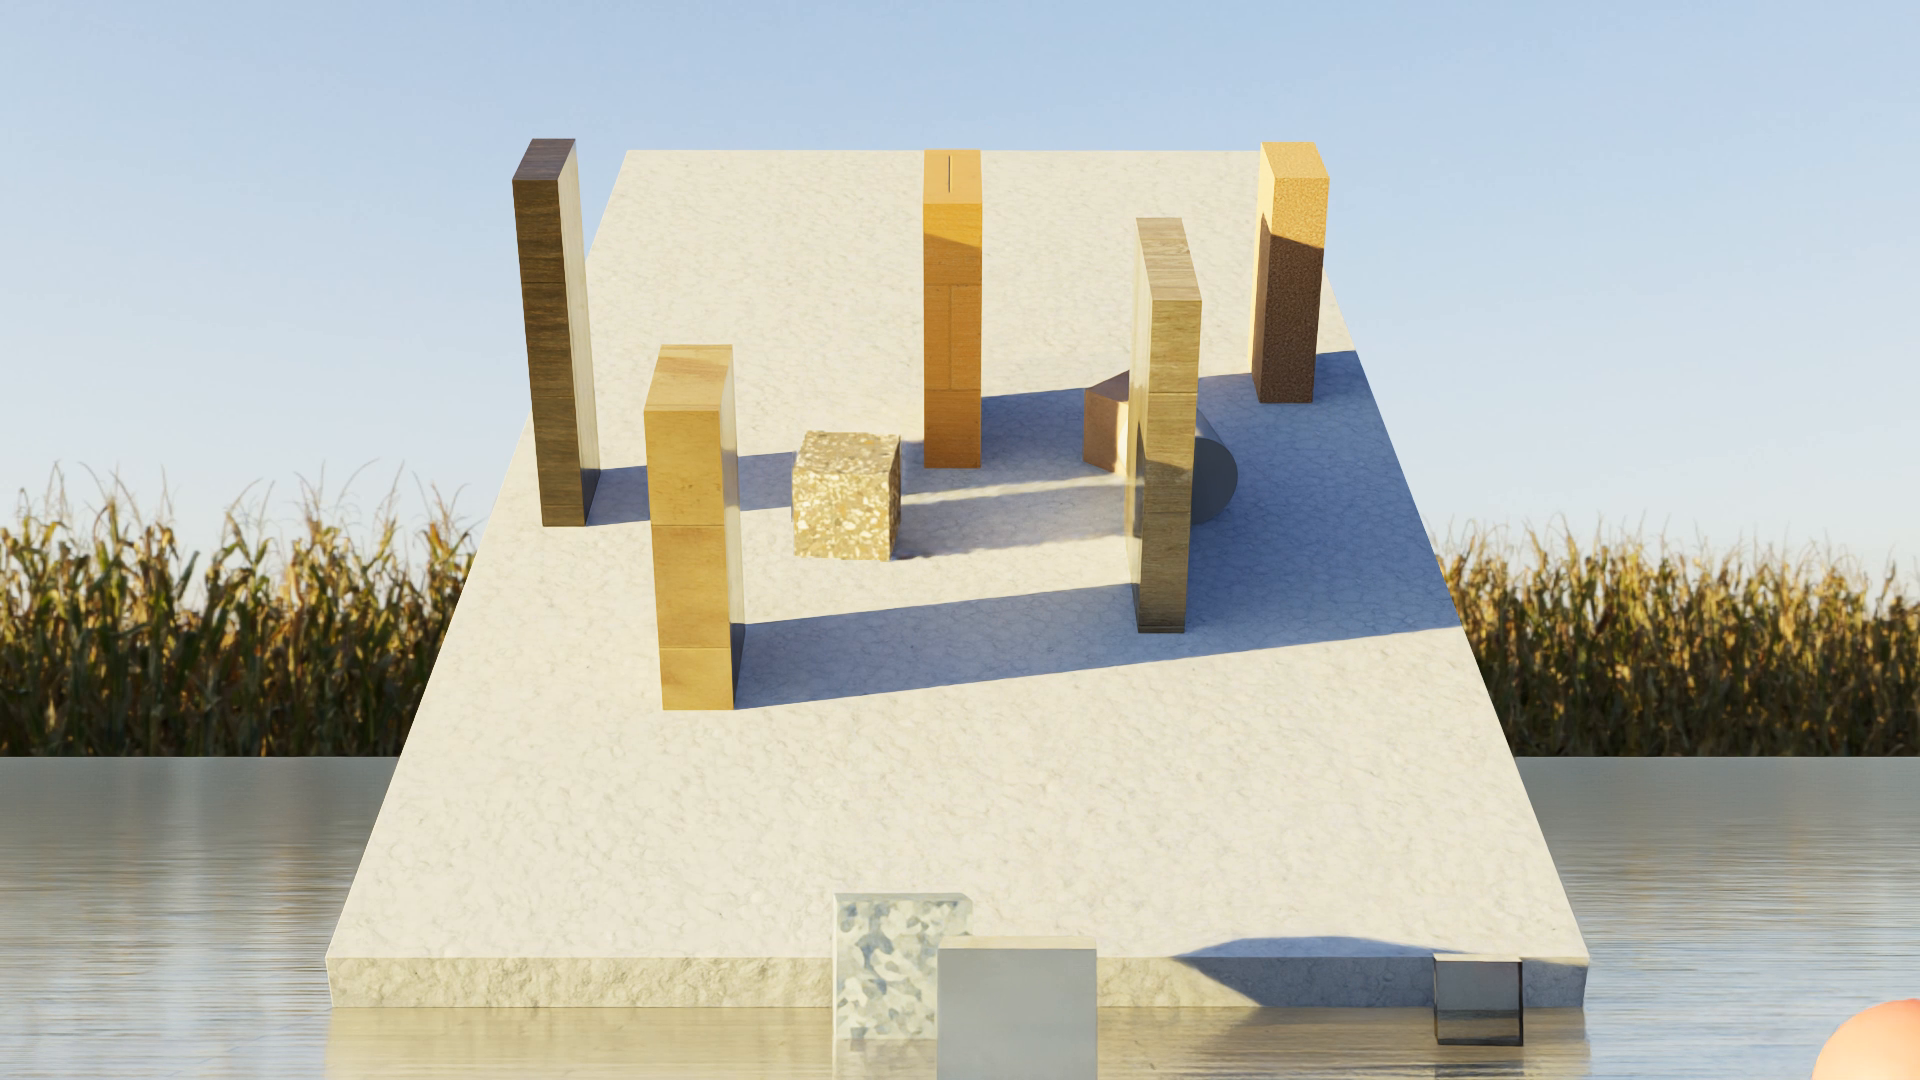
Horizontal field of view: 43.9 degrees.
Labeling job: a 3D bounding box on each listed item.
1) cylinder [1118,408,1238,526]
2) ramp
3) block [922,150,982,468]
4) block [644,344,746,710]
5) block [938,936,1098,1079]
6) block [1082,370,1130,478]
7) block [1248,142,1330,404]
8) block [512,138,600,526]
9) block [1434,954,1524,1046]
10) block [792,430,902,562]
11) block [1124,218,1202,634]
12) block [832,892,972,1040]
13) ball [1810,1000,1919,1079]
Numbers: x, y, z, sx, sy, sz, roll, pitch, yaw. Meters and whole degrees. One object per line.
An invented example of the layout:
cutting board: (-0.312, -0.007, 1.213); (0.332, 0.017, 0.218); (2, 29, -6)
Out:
cylinder: (0.468, -0.169, 5.128); (0.207, 0.207, 0.207); (1, 27, -14)
ramp: (-0.011, -0.224, 5.560); (2.000, 0.100, 4.000); (0, 28, 0)
block: (-0.017, -0.520, 5.346); (0.126, 0.623, 0.361); (0, 28, 0)
block: (-0.486, -0.022, 4.406); (0.131, 0.610, 0.295); (0, 28, 0)
block: (0.069, 0.568, 2.813); (0.183, 0.183, 0.183); (0, -5, 2)
block: (0.402, -0.257, 5.328); (0.176, 0.176, 0.176); (24, 36, 37)
block: (0.774, -0.633, 5.635); (0.125, 0.559, 0.260); (0, 28, 0)
block: (-0.844, -0.431, 5.009); (0.091, 0.774, 0.261); (0, 28, 0)
block: (0.733, 0.651, 3.375); (0.117, 0.117, 0.117); (-1, -5, 9)
block: (-0.235, -0.093, 4.987); (0.198, 0.198, 0.198); (3, 28, 5)
block: (0.395, -0.230, 4.709); (0.091, 0.701, 0.441); (0, 28, 0)
block: (-0.086, 0.622, 3.495); (0.195, 0.195, 0.195); (0, -5, -5)
ball: (0.856, 0.505, 2.121); (0.187, 0.187, 0.187); (0, -5, 0)
